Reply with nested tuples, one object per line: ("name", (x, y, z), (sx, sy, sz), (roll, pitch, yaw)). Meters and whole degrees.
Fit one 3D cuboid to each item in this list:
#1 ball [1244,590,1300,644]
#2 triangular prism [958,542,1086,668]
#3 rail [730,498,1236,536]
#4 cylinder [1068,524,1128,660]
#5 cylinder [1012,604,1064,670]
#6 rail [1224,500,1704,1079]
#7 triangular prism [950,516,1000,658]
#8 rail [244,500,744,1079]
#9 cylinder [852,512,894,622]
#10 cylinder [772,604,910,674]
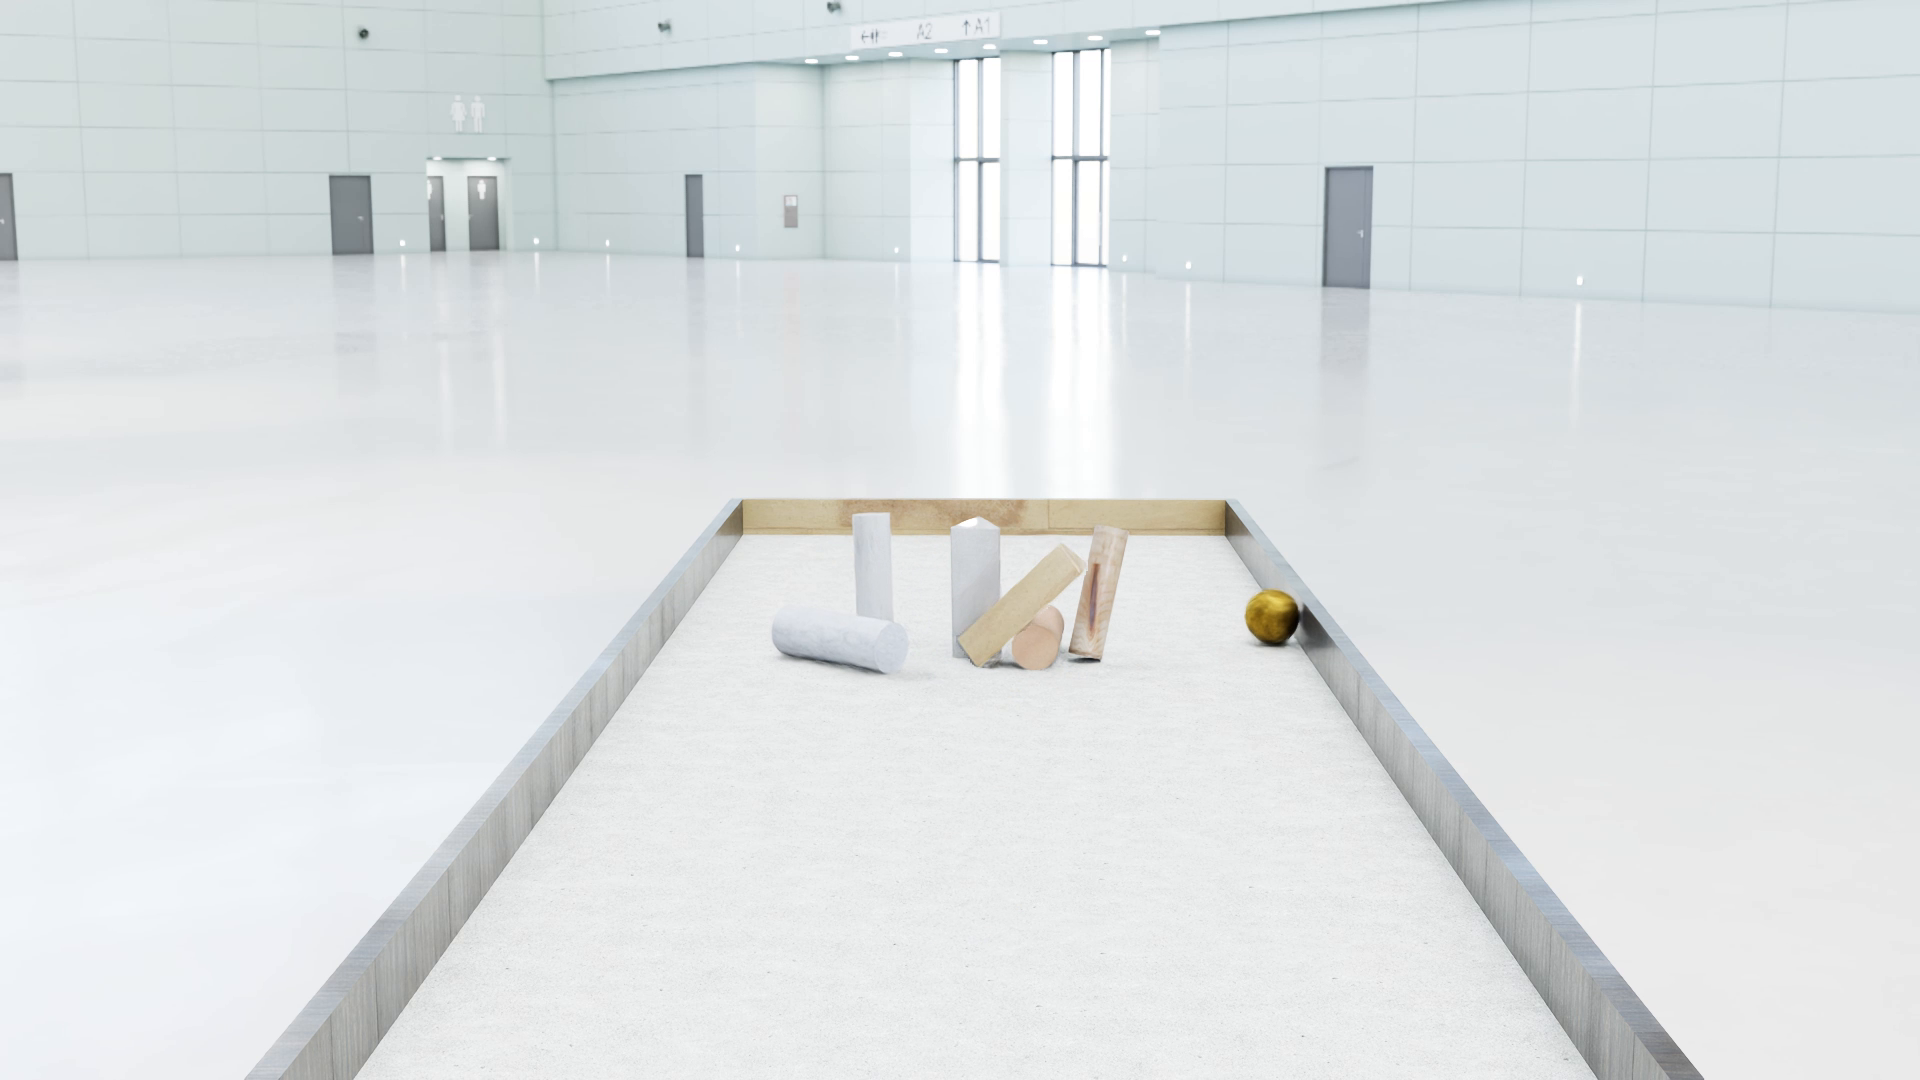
("ball", (0.984, 0.242, 6.935), (0.171, 0.171, 0.171), (0, 9, 0))
("triangular prism", (0.181, 0.188, 6.574), (0.434, 0.102, 0.117), (-43, 3, 13))
("rail", (0.099, -0.098, 9.147), (2.100, 0.150, 0.050), (0, 9, 1))
("cylinder", (0.422, 0.158, 6.695), (0.105, 0.398, 0.105), (12, -3, 1))
("cylinder", (0.240, 0.293, 6.721), (0.138, 0.138, 0.359), (1, 9, 5))
("rail", (1.046, 0.843, 3.208), (0.050, 0.150, 12.000), (0, 9, 1))
("triangular prism", (0.055, 0.145, 6.728), (0.148, 0.413, 0.128), (1, 17, 6))
("rail", (-1.004, 0.839, 3.234), (0.050, 0.150, 12.000), (0, 9, 1))
("cylinder", (-0.263, 0.138, 6.722), (0.116, 0.436, 0.116), (-2, 5, 0))
("cylinder", (-0.364, 0.297, 6.642), (0.428, 0.154, 0.154), (8, 12, 40))
